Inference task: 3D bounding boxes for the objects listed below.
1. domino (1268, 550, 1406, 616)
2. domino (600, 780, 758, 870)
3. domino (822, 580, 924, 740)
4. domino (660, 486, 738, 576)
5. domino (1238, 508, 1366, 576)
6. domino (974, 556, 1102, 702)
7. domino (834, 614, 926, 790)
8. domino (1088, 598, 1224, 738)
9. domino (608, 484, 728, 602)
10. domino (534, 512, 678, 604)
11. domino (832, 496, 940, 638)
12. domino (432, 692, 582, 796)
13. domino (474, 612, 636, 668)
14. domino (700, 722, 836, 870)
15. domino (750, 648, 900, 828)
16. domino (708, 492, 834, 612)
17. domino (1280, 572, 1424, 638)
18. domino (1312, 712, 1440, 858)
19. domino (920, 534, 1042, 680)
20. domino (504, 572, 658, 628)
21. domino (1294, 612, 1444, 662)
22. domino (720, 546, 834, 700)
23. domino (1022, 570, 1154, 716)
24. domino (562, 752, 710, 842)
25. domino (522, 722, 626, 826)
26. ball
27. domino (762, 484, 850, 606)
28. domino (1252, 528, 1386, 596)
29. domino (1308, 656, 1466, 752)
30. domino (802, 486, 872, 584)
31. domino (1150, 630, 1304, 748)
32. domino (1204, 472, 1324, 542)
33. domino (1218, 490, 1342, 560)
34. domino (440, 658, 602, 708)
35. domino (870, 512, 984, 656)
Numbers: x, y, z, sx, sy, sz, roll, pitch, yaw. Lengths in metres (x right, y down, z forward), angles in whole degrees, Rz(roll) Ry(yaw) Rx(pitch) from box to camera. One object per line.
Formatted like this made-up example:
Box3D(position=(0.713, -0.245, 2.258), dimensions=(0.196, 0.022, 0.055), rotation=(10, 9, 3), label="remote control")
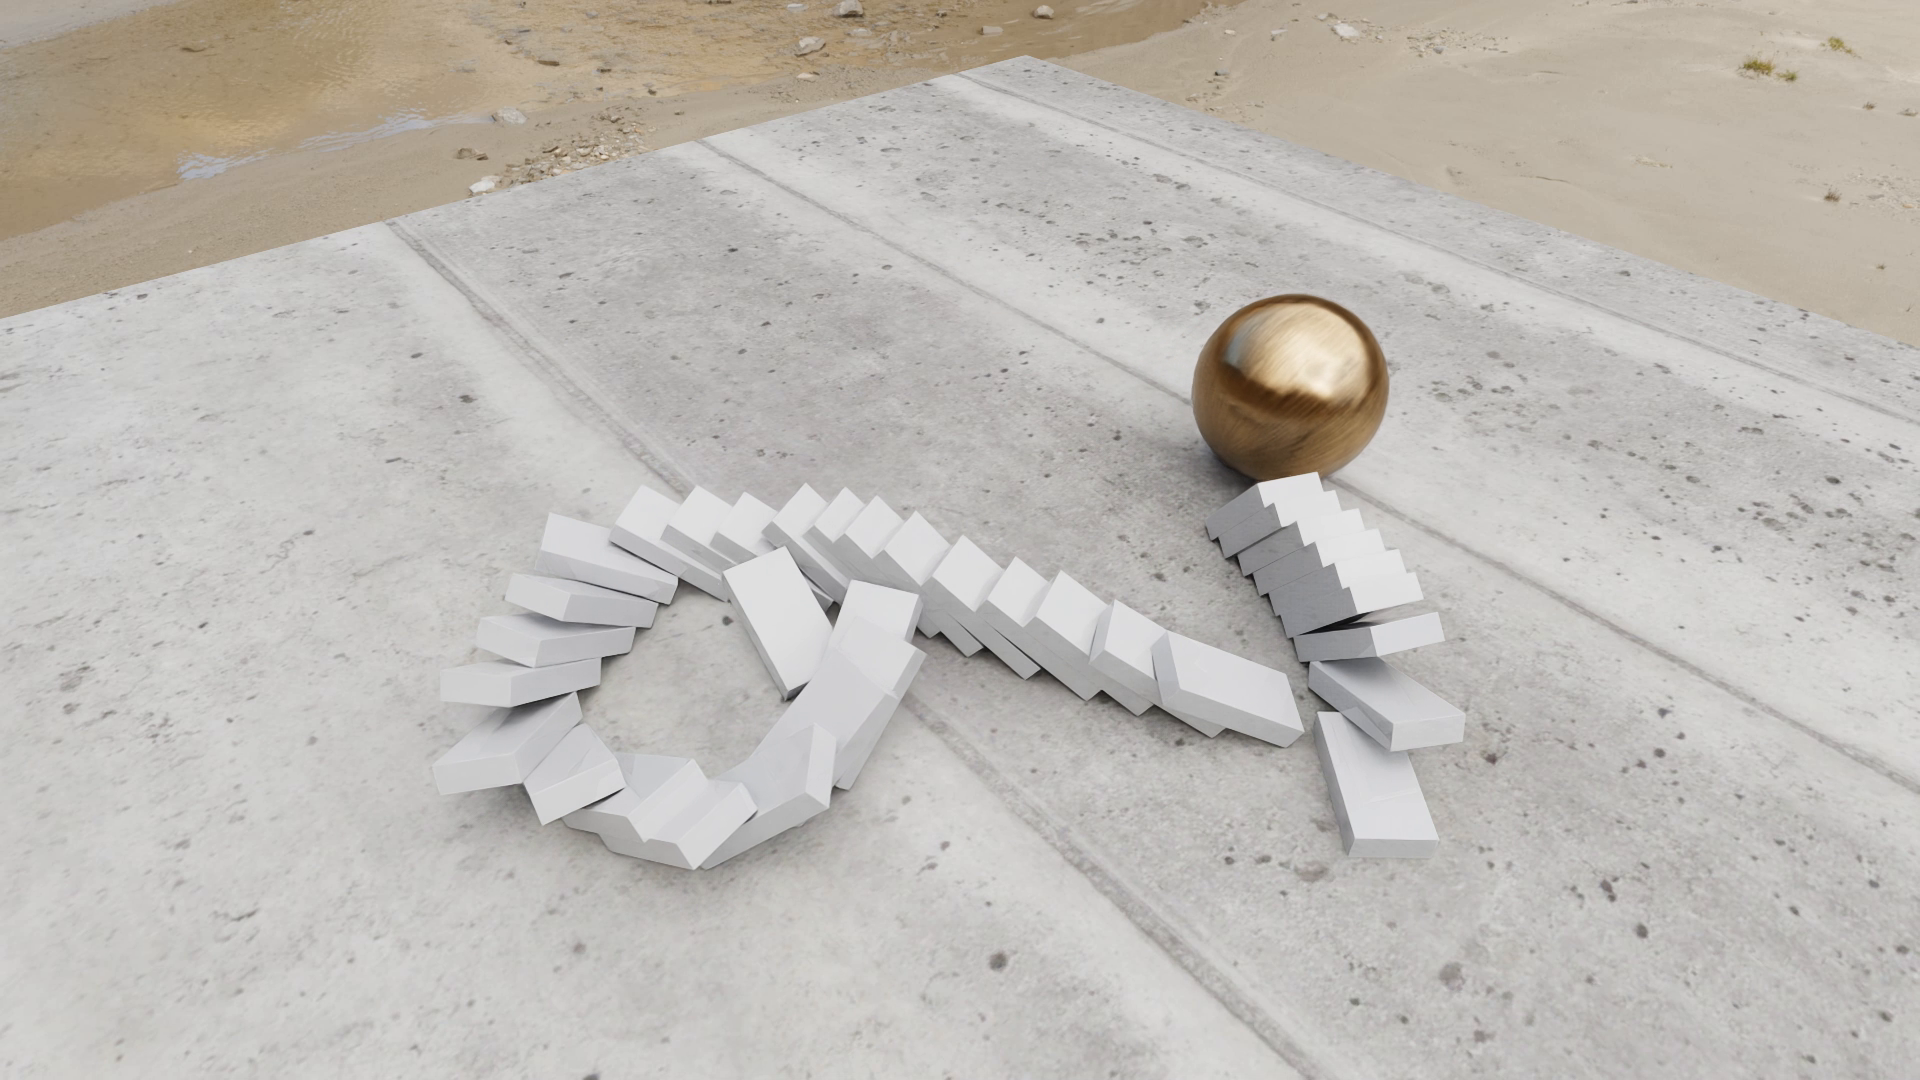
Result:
Box3D(position=(0.135, 0.016, 0.396), dimensions=(0.025, 0.050, 0.009), rotation=(-11, 78, -13), label="domino")
Box3D(position=(-0.084, 0.082, 0.324), dimensions=(0.050, 0.009, 0.025), rotation=(-8, 25, 46), label="domino")
Box3D(position=(-0.032, 0.040, 0.377), dimensions=(0.025, 0.009, 0.050), rotation=(12, 69, 14), label="domino")
Box3D(position=(-0.086, 0.002, 0.422), dimensions=(0.050, 0.009, 0.025), rotation=(32, 41, -8), label="domino")
Box3D(position=(0.127, 0.002, 0.413), dimensions=(0.025, 0.050, 0.009), rotation=(-11, 78, -13), label="domino")
Box3D(position=(0.032, 0.031, 0.387), dimensions=(0.050, 0.010, 0.025), rotation=(38, 46, -2), label="domino")
Box3D(position=(-0.035, 0.052, 0.357), dimensions=(0.025, 0.010, 0.050), rotation=(27, 83, 27), label="domino")
Box3D(position=(0.069, 0.043, 0.372), dimensions=(0.050, 0.010, 0.025), rotation=(31, 41, -8), label="domino")
Box3D(position=(-0.106, 0.001, 0.424), dimensions=(0.050, 0.009, 0.025), rotation=(30, 39, -11), label="domino")
Box3D(position=(-0.133, 0.007, 0.416), dimensions=(0.050, 0.009, 0.025), rotation=(17, 28, -22), label="domino")
Box3D(position=(-0.021, 0.010, 0.406), dimensions=(0.050, 0.010, 0.025), rotation=(45, 43, -9), label="domino")
Box3D(position=(-0.141, 0.063, 0.347), dimensions=(0.025, 0.010, 0.050), rotation=(-9, 13, 4), label="domino")
Box3D(position=(-0.139, 0.033, 0.381), dimensions=(0.025, 0.010, 0.050), rotation=(16, 6, 19), label="domino")
Box3D(position=(-0.059, 0.076, 0.327), dimensions=(0.050, 0.009, 0.025), rotation=(-31, 34, 24), label="domino")
Box3D(position=(-0.044, 0.062, 0.346), dimensions=(0.025, 0.009, 0.050), rotation=(37, 87, 33), label="domino")
Box3D(position=(-0.067, 0.005, 0.419), dimensions=(0.050, 0.009, 0.025), rotation=(32, 41, -8), label="domino")
Box3D(position=(0.136, 0.024, 0.386), dimensions=(0.025, 0.050, 0.010), rotation=(-11, 78, -13), label="domino")
Box3D(position=(0.131, 0.077, 0.350), dimensions=(0.025, 0.009, 0.050), rotation=(1, 39, 1), label="domino")
Box3D(position=(0.012, 0.024, 0.394), dimensions=(0.050, 0.010, 0.025), rotation=(41, 45, -4), label="domino")
Box3D(position=(-0.133, 0.022, 0.391), dimensions=(0.025, 0.010, 0.050), rotation=(16, -1, 20), label="domino")
Box3D(position=(0.138, 0.034, 0.376), dimensions=(0.025, 0.050, 0.009), rotation=(-11, 84, -13), label="domino")
Box3D(position=(-0.062, 0.029, 0.392), dimensions=(0.025, 0.009, 0.050), rotation=(-24, 71, -26), label="domino")
Box3D(position=(0.048, 0.035, 0.381), dimensions=(0.050, 0.009, 0.025), rotation=(37, 46, -3), label="domino")
Box3D(position=(-0.100, 0.076, 0.330), dimensions=(0.050, 0.010, 0.025), rotation=(-8, 25, 46), label="domino")
Box3D(position=(-0.121, 0.071, 0.338), dimensions=(0.025, 0.009, 0.050), rotation=(-23, 14, -25), label="domino")
Box3D(position=(0.139, -0.063, 0.465), dimensions=(0.080, 0.080, 0.080), rotation=(0, 39, 0), label="ball")
Box3D(position=(-0.048, 0.005, 0.414), dimensions=(0.050, 0.010, 0.025), rotation=(44, 43, -10), label="domino")
Box3D(position=(0.131, 0.009, 0.404), dimensions=(0.025, 0.050, 0.010), rotation=(-11, 78, -13), label="domino")
Box3D(position=(0.139, 0.053, 0.363), dimensions=(0.025, 0.009, 0.050), rotation=(-5, 17, -11), label="domino")
Box3D(position=(-0.033, 0.006, 0.413), dimensions=(0.050, 0.010, 0.025), rotation=(43, 43, -10), label="domino")
Box3D(position=(0.088, 0.050, 0.365), dimensions=(0.050, 0.010, 0.025), rotation=(21, 38, -19), label="domino")
Box3D(position=(0.118, -0.013, 0.430), dimensions=(0.025, 0.050, 0.010), rotation=(-11, 78, -13), label="domino")
Box3D(position=(0.122, -0.005, 0.421), dimensions=(0.025, 0.050, 0.009), rotation=(-11, 78, -13), label="domino")
Box3D(position=(-0.144, 0.046, 0.363), dimensions=(0.025, 0.010, 0.050), rotation=(3, 1, 14), label="domino")
Box3D(position=(-0.007, 0.016, 0.400), dimensions=(0.050, 0.009, 0.025), rotation=(45, 44, -8), label="domino")
